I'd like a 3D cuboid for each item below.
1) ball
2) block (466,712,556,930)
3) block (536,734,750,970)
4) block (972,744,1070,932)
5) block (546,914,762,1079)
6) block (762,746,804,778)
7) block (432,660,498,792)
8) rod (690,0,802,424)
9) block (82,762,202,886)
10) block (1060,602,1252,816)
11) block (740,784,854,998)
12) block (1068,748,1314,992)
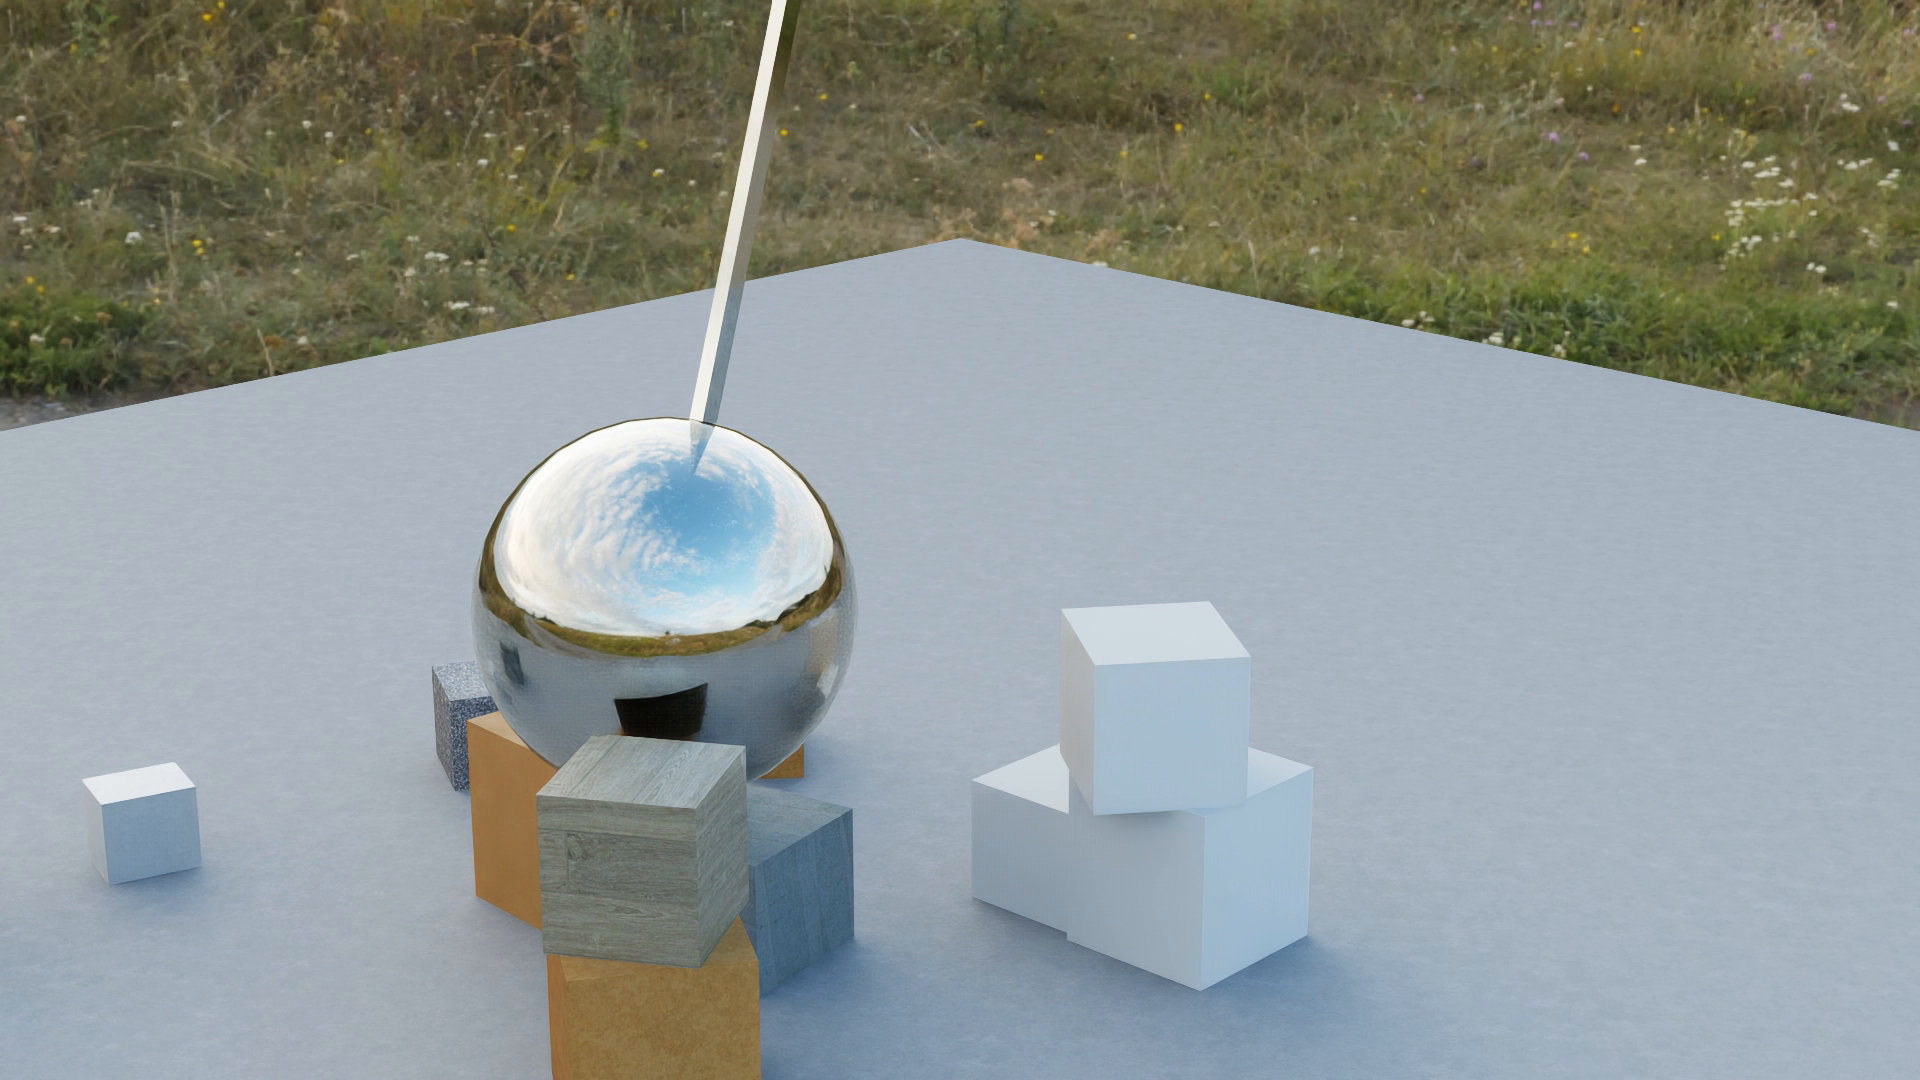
[{"bbox_3d":[-1.221,0.288,12.153,1.600,1.600,1.600,0,17,0],"label":"ball"},{"bbox_3d":[-1.618,1.209,13.086,0.796,0.846,0.810,-16,23,-41],"label":"block"},{"bbox_3d":[-1.188,1.166,11.081,0.610,0.640,0.635,4,18,12],"label":"block"},{"bbox_3d":[0.494,1.330,13.171,0.617,0.564,0.639,15,23,40],"label":"block"},{"bbox_3d":[-1.183,1.837,11.255,0.713,0.745,0.734,-4,18,-13],"label":"block"},{"bbox_3d":[-1.137,0.813,14.782,0.666,0.586,0.658,-2,18,-5],"label":"block"},{"bbox_3d":[-2.311,0.906,14.671,0.551,0.474,0.533,-6,18,-18],"label":"block"},{"bbox_3d":[-0.529,-3.025,11.836,0.080,5.200,0.080,17,7,42],"label":"rod"},{"bbox_3d":[-3.775,1.305,13.532,0.431,0.396,0.349,-10,20,-29],"label":"block"},{"bbox_3d":[0.813,0.701,12.389,0.652,0.658,0.720,-3,18,-9],"label":"block"},{"bbox_3d":[-0.946,1.484,12.618,0.688,0.603,0.725,10,20,30],"label":"block"},{"bbox_3d":[0.994,1.361,12.699,0.740,0.788,0.753,16,23,40],"label":"block"}]
